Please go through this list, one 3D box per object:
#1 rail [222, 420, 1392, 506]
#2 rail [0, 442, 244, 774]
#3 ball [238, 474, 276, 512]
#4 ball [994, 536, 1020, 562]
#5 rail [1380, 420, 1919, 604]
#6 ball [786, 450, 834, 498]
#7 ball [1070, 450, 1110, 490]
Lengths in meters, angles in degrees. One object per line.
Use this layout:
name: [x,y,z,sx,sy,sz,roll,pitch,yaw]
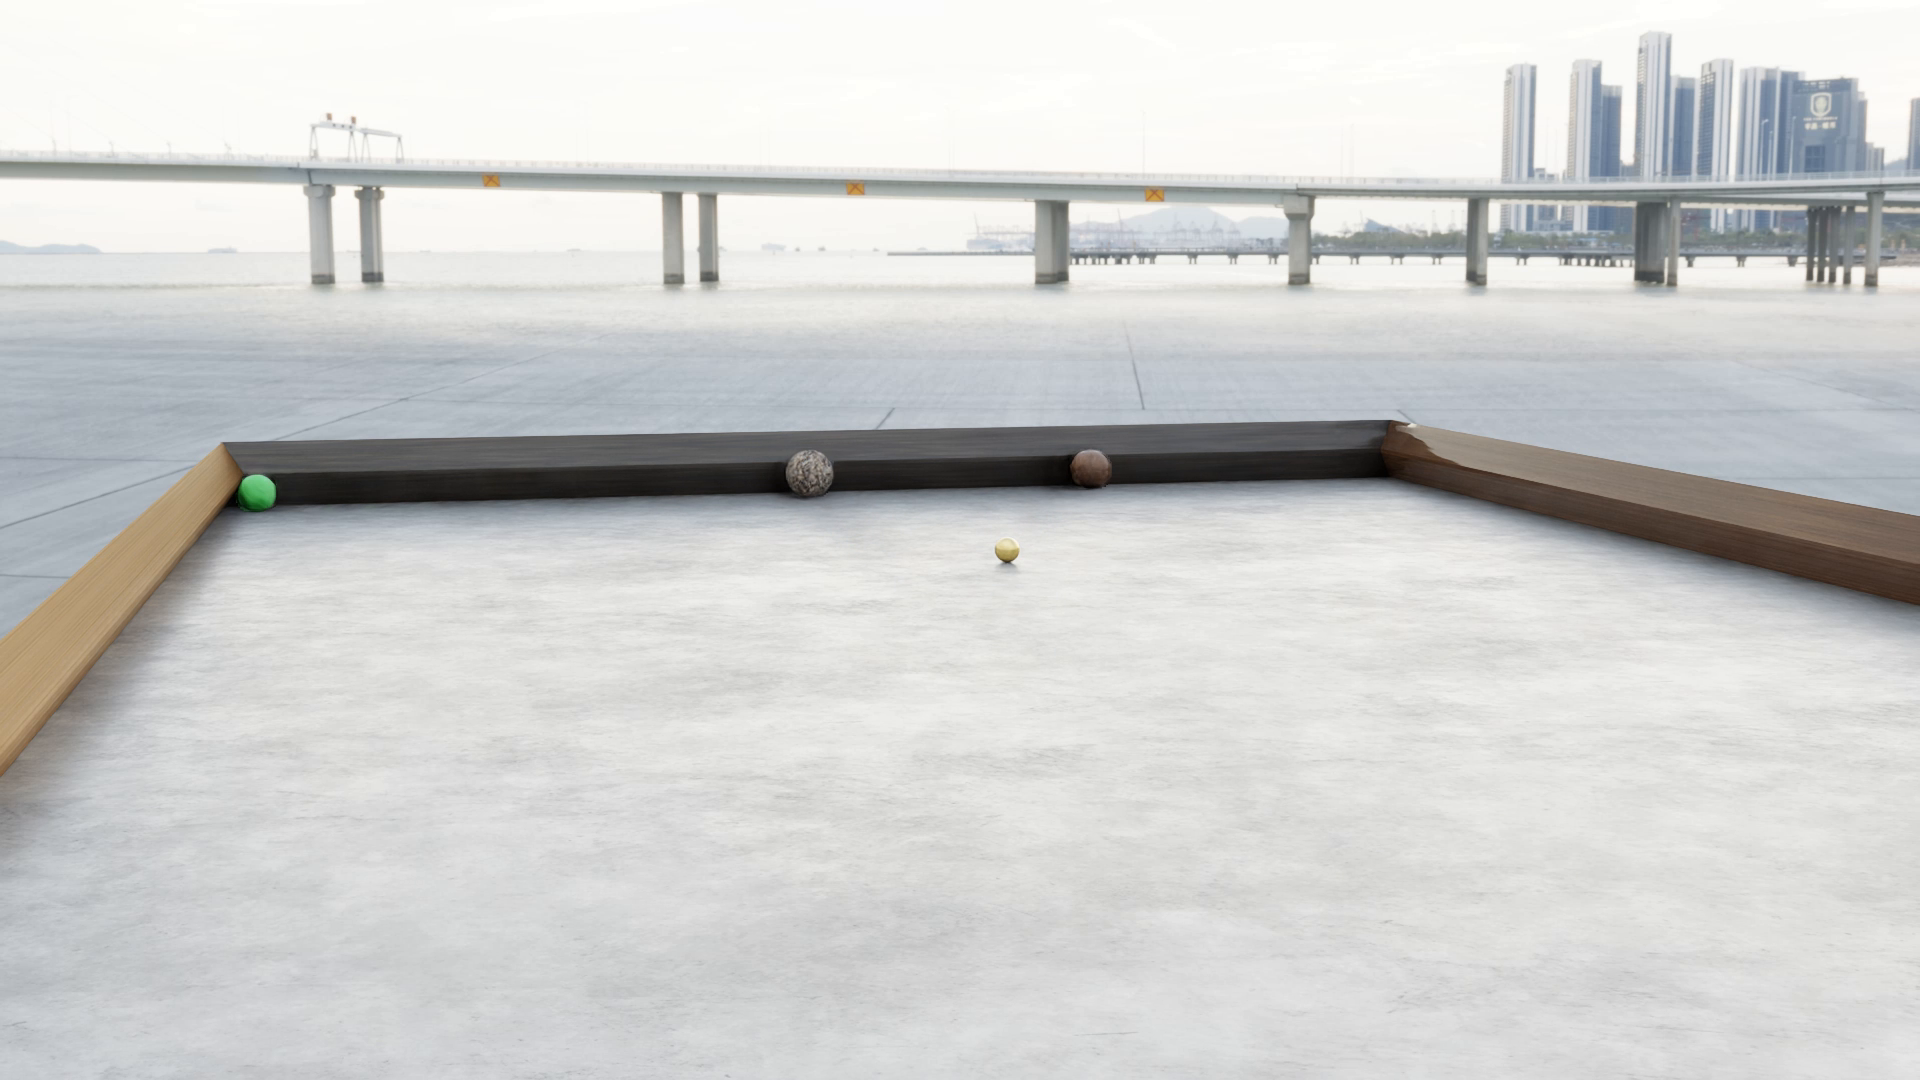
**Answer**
rail: [-0.248,-0.168,4.712,2.544,0.129,0.045,-2,8,-13]
rail: [-0.962,0.154,2.302,0.045,0.129,4.456,-2,8,-13]
ball: [-1.395,-0.093,4.363,0.075,0.075,0.075,0,8,0]
ball: [0.079,0.016,3.669,0.042,0.042,0.042,0,8,0]
rail: [1.469,0.079,2.866,0.045,0.129,4.456,-2,8,-13]
ball: [-0.316,-0.140,4.619,0.100,0.100,0.100,0,8,0]
ball: [0.283,-0.154,4.776,0.086,0.086,0.086,0,8,0]
